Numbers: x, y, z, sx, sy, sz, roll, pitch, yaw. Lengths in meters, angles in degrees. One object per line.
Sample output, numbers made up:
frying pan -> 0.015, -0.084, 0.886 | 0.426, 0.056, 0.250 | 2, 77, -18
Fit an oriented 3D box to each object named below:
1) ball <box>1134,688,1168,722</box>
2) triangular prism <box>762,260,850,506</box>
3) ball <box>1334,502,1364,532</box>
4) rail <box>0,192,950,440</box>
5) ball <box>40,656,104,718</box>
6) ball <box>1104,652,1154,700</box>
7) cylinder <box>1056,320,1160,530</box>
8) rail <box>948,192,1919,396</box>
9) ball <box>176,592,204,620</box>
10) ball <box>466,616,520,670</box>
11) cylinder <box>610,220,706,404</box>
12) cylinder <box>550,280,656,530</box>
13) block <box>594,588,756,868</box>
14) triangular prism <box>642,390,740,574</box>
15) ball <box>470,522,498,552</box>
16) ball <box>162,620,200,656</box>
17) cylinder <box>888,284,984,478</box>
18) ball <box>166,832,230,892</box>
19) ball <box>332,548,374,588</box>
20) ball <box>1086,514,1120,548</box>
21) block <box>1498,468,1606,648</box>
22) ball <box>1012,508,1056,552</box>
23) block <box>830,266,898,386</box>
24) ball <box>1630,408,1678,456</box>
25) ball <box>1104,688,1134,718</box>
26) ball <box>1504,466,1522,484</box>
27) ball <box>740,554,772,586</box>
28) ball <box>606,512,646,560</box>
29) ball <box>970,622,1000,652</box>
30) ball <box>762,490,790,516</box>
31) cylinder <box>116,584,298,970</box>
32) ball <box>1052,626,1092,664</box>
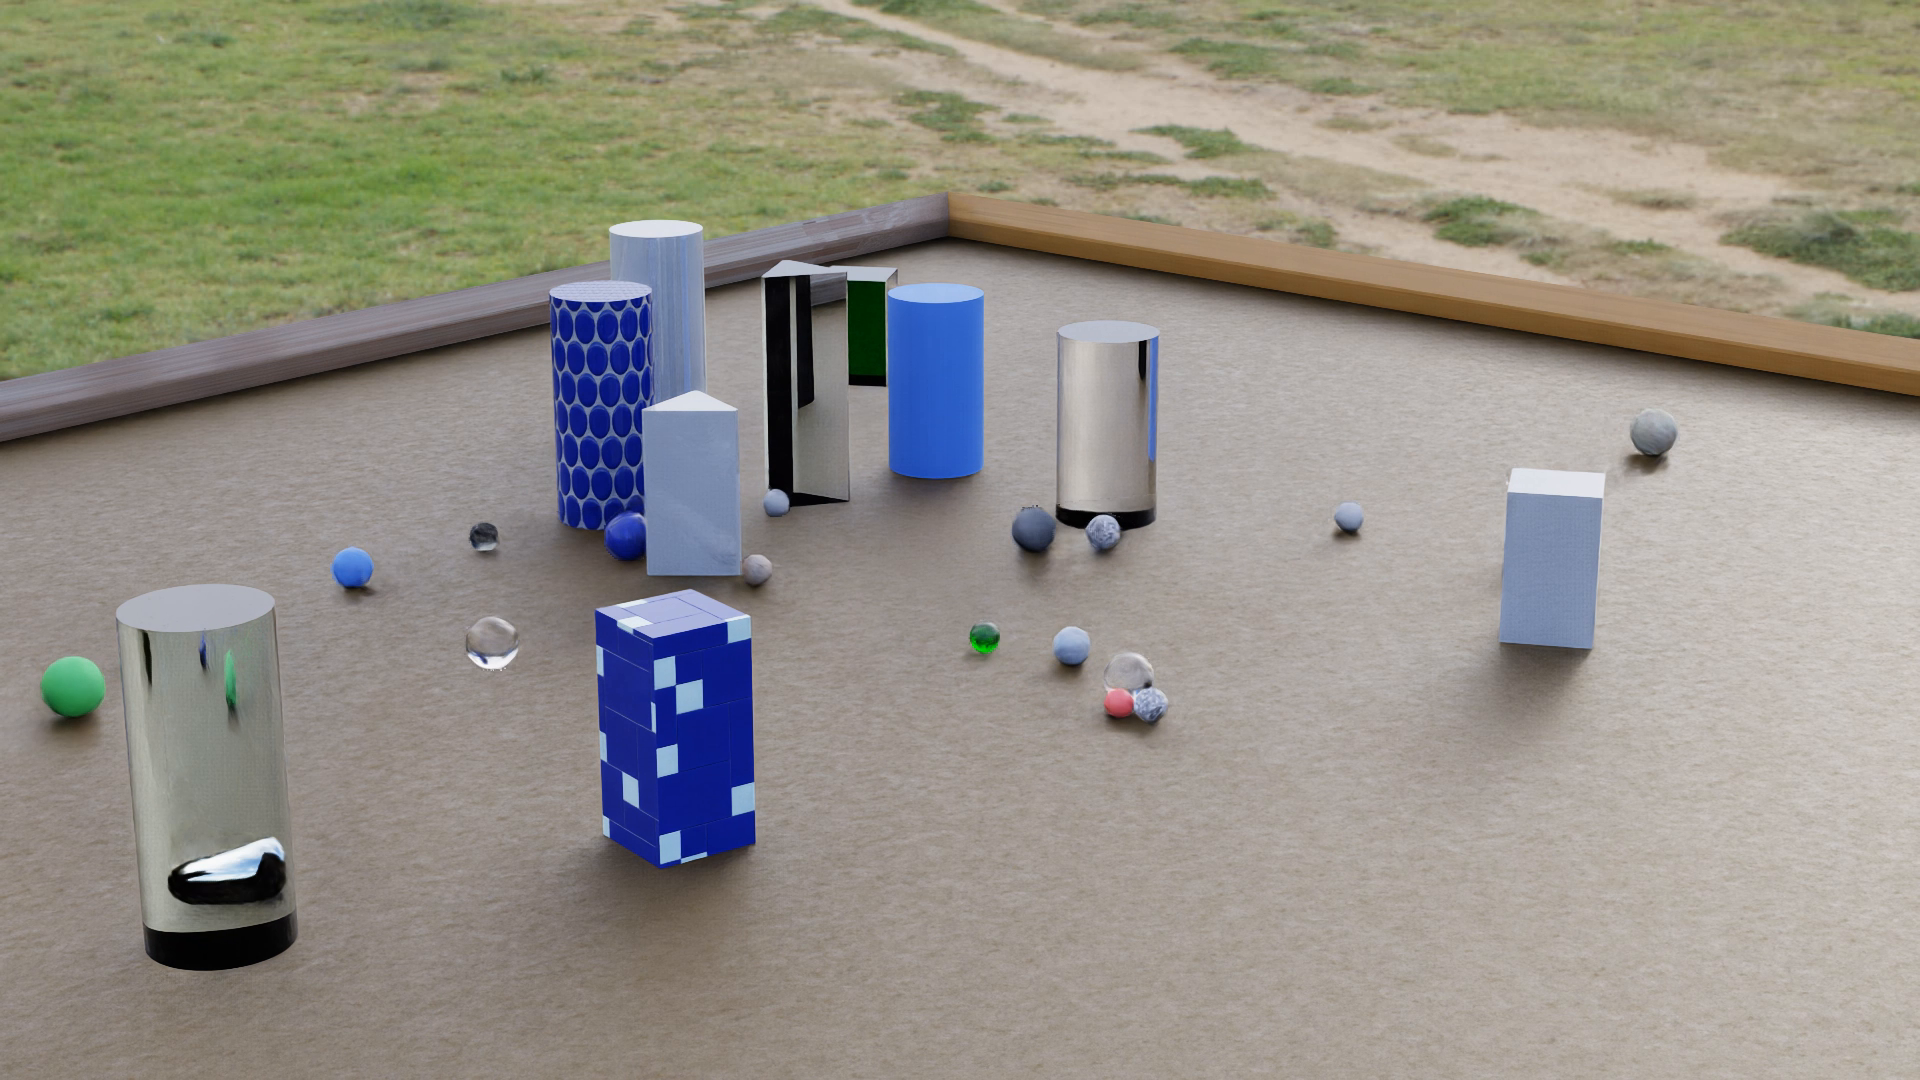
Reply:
ball -> 0.294, 0.254, 4.510 | 0.052, 0.052, 0.052 | 0, 17, 0
triangular prism -> -0.315, -0.305, 5.667 | 0.166, 0.453, 0.144 | -5, 18, -17
ball -> 0.729, -0.043, 5.489 | 0.056, 0.056, 0.056 | 0, 17, 0
rail -> -1.635, -0.379, 6.479 | 0.045, 0.124, 4.934 | 14, 22, 39
ball -> -1.370, 0.227, 4.529 | 0.094, 0.094, 0.094 | 0, 17, 0
ball -> 0.265, 0.216, 4.588 | 0.081, 0.081, 0.081 | 0, 17, 0
cylinder -> 0.279, -0.217, 5.538 | 0.191, 0.361, 0.191 | 0, 17, 0
rail -> 1.602, -0.502, 6.887 | 4.377, 0.124, 0.045 | 14, 22, 39
ball -> -1.309, 0.114, 4.983 | 0.048, 0.048, 0.048 | 0, 17, 0
ball -> -0.757, 0.166, 4.743 | 0.086, 0.086, 0.086 | 0, 17, 0
cylinder -> -0.621, -0.421, 6.058 | 0.191, 0.450, 0.191 | 0, 17, 0
cylinder -> -0.670, -0.255, 5.532 | 0.191, 0.437, 0.191 | 0, 17, 0
block -> -0.390, 0.257, 4.023 | 0.153, 0.330, 0.153 | -12, 21, -35
triangular prism -> -0.475, -0.104, 5.261 | 0.166, 0.303, 0.144 | 0, 17, 0
ball -> -0.871, -0.006, 5.368 | 0.054, 0.054, 0.054 | 0, 17, 0
ball -> -1.277, 0.161, 4.808 | 0.058, 0.058, 0.058 | 0, 17, 0
cylinder -> -0.048, -0.321, 5.889 | 0.191, 0.357, 0.191 | 0, 17, 0
ball -> -1.010, 0.427, 3.888 | 0.081, 0.081, 0.081 | 0, 17, 0
ball -> -1.068, 0.048, 5.161 | 0.071, 0.071, 0.071 | 0, 17, 0
ball -> 0.263, -0.016, 5.385 | 0.063, 0.063, 0.063 | 0, 17, 0
block -> 0.989, 0.029, 4.897 | 0.153, 0.260, 0.153 | 4, 17, 13
ball -> 0.135, -0.019, 5.367 | 0.080, 0.080, 0.080 | 0, 17, 0
block -> -0.229, -0.484, 6.631 | 0.153, 0.240, 0.153 | 3, 17, 9
ball -> 1.423, -0.222, 6.011 | 0.096, 0.096, 0.096 | 0, 17, 0
ball -> 0.246, 0.252, 4.528 | 0.045, 0.045, 0.045 | 0, 17, 0
ball -> 1.095, -0.123, 5.768 | 0.047, 0.047, 0.047 | 0, 17, 0
ball -> -0.359, 0.053, 5.173 | 0.055, 0.055, 0.055 | 0, 17, 0
ball -> -0.600, -0.008, 5.319 | 0.087, 0.087, 0.087 | 0, 17, 0
ball -> 0.041, 0.159, 4.826 | 0.051, 0.051, 0.051 | 0, 17, 0
ball -> -0.351, -0.072, 5.593 | 0.050, 0.050, 0.050 | 0, 17, 0
cylinder -> -0.944, 0.297, 3.688 | 0.191, 0.446, 0.191 | 0, 17, 0
ball -> 0.182, 0.172, 4.765 | 0.063, 0.063, 0.063 | 0, 17, 0
